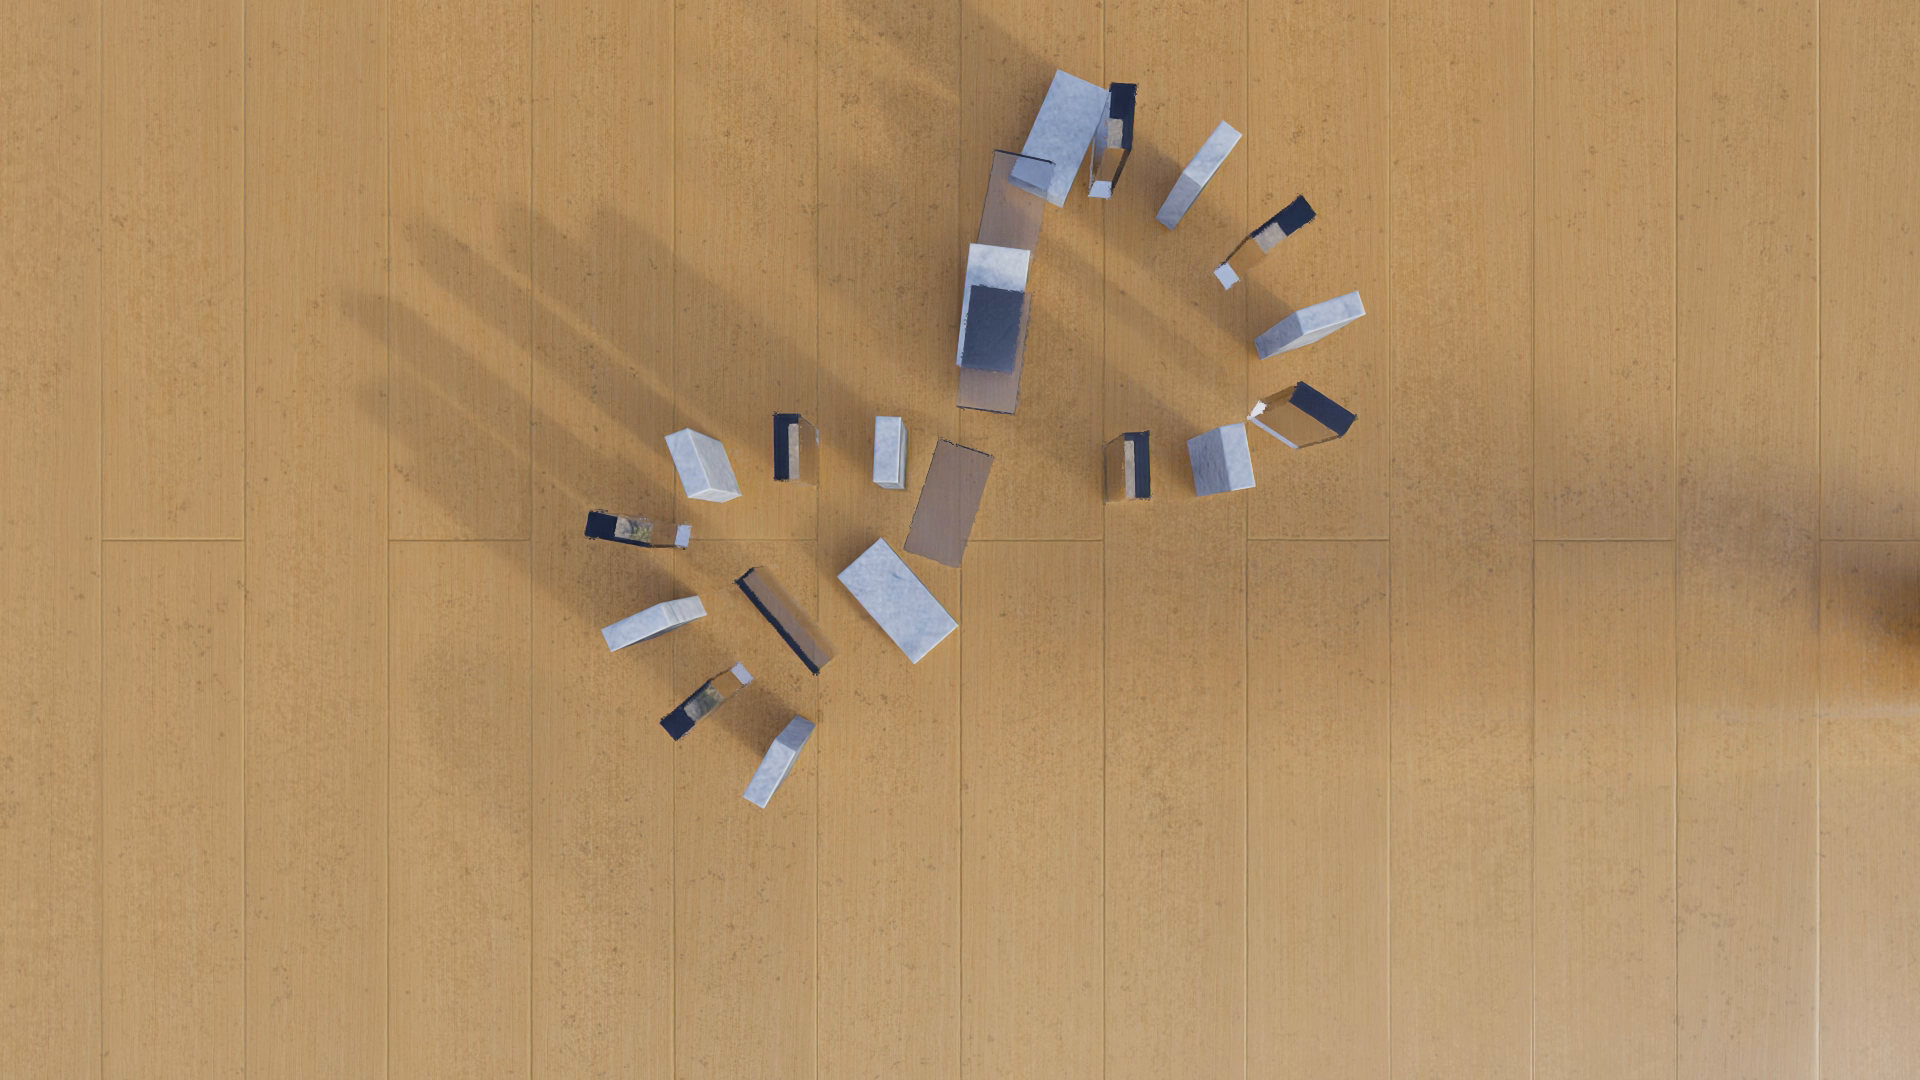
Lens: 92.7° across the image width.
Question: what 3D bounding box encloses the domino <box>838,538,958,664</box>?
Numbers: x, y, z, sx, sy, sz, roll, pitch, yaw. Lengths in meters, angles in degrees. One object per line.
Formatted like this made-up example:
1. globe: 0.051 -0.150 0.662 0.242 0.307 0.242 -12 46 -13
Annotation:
1. domino: -0.027 0.026 0.395 0.025 0.009 0.050 -41 90 0

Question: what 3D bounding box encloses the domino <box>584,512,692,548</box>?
1. domino: -0.130 -0.004 0.375 0.025 0.050 0.009 11 90 0

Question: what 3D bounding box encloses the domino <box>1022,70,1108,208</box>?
1. domino: 0.043 -0.173 0.395 0.025 0.009 0.050 23 90 0

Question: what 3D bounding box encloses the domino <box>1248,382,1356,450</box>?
1. domino: 0.139 -0.050 0.375 0.025 0.050 0.009 33 90 0

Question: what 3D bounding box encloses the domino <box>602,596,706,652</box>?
1. domino: -0.124 0.033 0.375 0.025 0.050 0.010 -24 90 0

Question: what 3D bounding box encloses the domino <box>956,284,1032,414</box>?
1. domino: 0.014 -0.080 0.384 0.025 0.009 0.050 8 105 0

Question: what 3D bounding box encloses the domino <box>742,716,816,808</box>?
1. domino: -0.073 0.089 0.375 0.009 0.050 0.025 29 90 0

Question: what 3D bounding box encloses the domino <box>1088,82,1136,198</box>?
1. domino: 0.062 -0.162 0.375 0.009 0.050 0.025 4 90 0

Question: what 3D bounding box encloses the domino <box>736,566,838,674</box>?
1. domino: -0.073 0.033 0.388 0.009 0.025 0.050 -40 90 0

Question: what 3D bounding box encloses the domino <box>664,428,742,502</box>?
1. domino: -0.104 -0.030 0.375 0.010 0.050 0.025 -21 90 0

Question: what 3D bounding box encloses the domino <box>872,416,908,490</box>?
1. domino: -0.028 -0.035 0.375 0.009 0.050 0.025 3 90 0

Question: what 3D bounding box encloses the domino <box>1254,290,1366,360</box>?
1. domino: 0.142 -0.087 0.375 0.025 0.050 0.009 -19 90 0

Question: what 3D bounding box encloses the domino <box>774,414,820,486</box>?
1. domino: -0.066 -0.036 0.375 0.009 0.050 0.025 -1 90 0

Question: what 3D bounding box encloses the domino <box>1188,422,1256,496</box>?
1. domino: 0.106 -0.032 0.375 0.009 0.050 0.025 -10 90 0

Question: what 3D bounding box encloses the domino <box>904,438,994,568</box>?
1. domino: -0.005 -0.016 0.395 0.025 0.010 0.050 18 90 0

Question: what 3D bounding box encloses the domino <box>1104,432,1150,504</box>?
1. domino: 0.068 -0.029 0.375 0.009 0.050 0.025 -2 90 0

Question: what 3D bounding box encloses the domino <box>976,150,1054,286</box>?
1. domino: 0.022 -0.136 0.389 0.025 0.010 0.050 12 104 0

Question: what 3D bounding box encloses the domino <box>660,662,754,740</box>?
1. domino: -0.102 0.065 0.375 0.025 0.050 0.010 -41 90 0

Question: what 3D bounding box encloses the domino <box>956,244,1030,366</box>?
1. domino: 0.014 -0.098 0.389 0.025 0.009 0.050 7 105 0

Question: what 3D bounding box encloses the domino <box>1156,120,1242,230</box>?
1. domino: 0.096 -0.148 0.375 0.010 0.050 0.025 37 90 0

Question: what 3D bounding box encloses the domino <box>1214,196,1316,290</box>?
1. domino: 0.124 -0.121 0.375 0.025 0.050 0.010 -37 90 0
